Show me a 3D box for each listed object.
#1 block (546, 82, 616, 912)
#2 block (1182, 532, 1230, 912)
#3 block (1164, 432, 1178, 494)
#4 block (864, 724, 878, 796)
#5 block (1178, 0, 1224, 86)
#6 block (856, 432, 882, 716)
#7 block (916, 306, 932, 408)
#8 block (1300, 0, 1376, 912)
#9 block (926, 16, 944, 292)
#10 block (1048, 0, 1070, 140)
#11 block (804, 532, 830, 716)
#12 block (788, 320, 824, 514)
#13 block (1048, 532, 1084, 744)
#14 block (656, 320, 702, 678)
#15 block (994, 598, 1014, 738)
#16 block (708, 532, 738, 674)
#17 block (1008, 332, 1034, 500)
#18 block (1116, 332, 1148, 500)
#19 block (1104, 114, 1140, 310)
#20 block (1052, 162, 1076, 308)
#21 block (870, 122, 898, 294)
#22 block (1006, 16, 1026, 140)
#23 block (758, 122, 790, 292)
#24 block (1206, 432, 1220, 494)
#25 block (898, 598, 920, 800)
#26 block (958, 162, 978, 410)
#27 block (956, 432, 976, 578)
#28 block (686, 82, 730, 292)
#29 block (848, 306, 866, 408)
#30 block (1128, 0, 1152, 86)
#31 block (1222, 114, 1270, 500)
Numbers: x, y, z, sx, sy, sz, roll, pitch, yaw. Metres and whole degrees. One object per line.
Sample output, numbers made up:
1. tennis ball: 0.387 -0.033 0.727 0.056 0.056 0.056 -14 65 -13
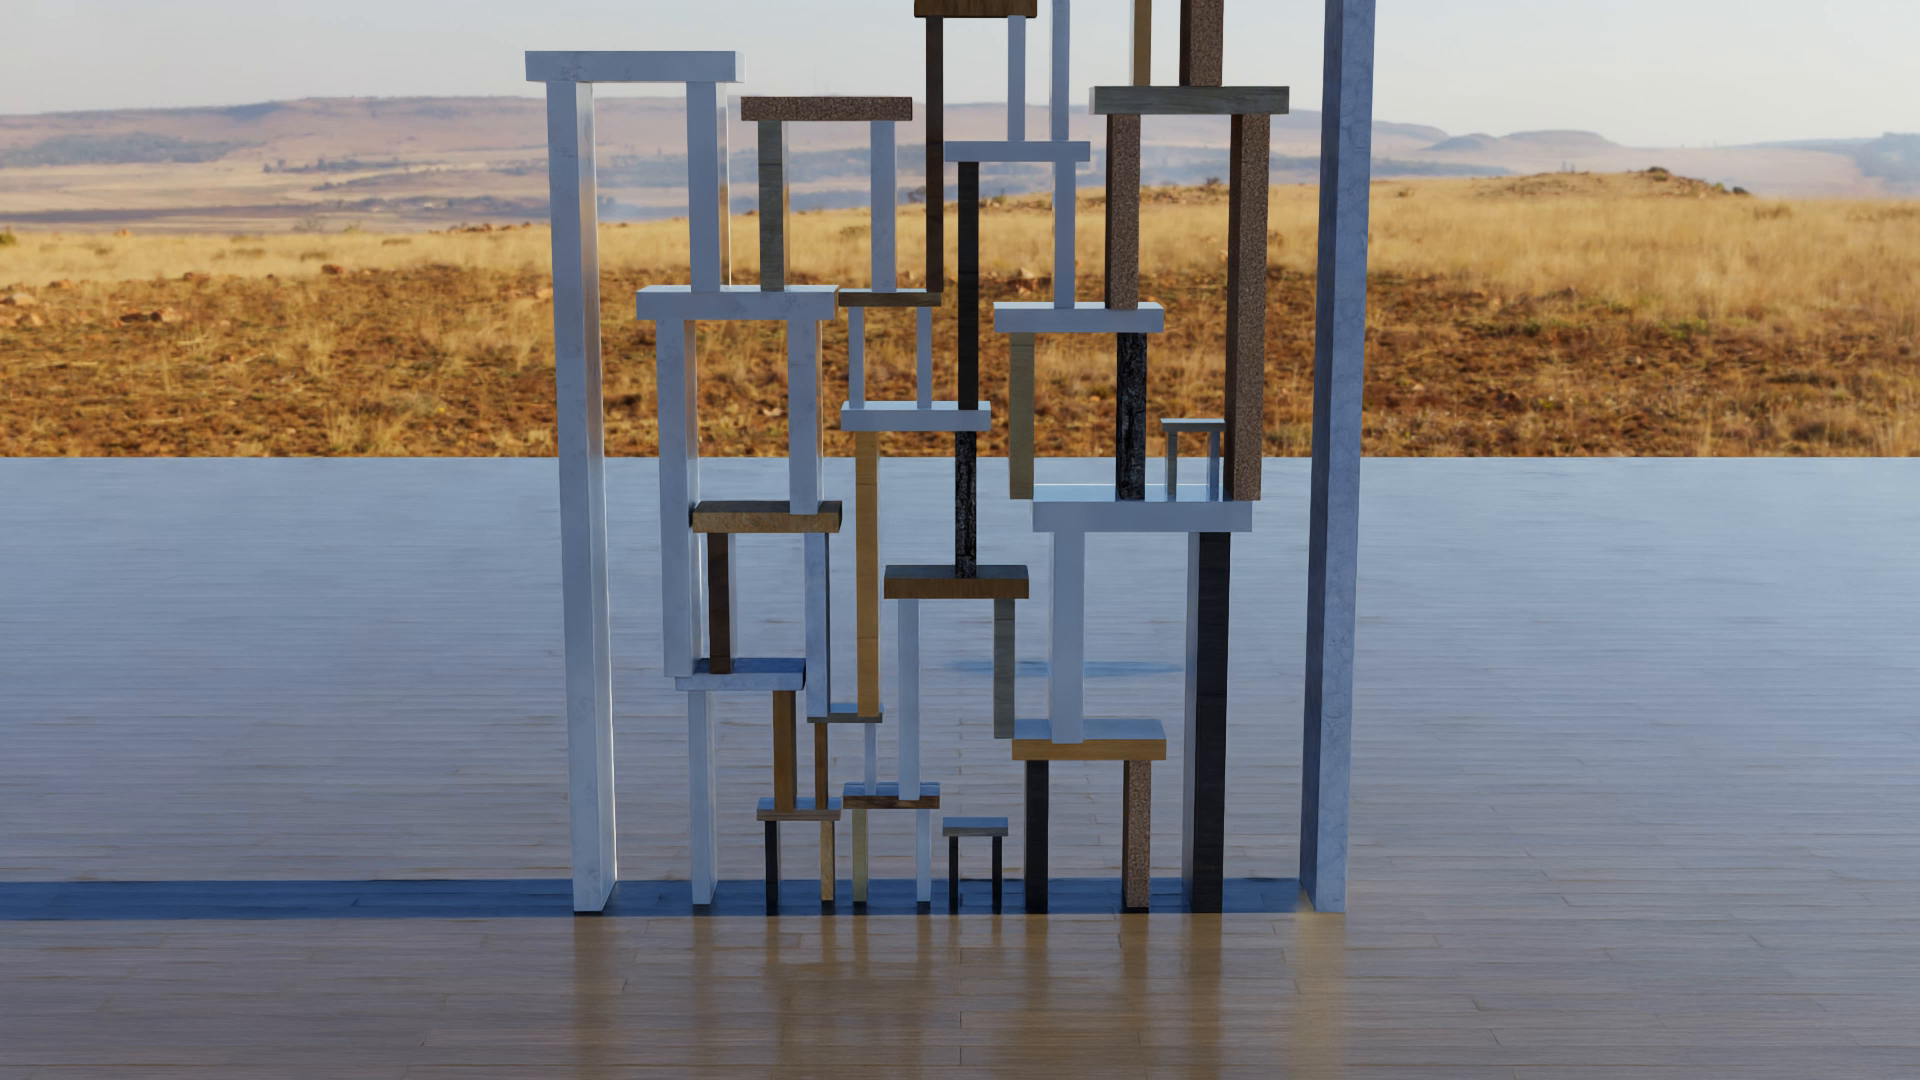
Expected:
1. block: -0.607 -0.061 3.544 0.045 1.325 0.160 0 11 0
2. block: 0.402 0.281 3.608 0.049 0.629 0.172 0 11 0
3. block: 0.339 -0.127 3.538 0.014 0.102 0.051 0 11 0
4. block: -0.147 0.353 3.622 0.017 0.122 0.061 0 11 0
5. block: 0.374 -0.874 3.393 0.049 0.344 0.172 0 11 0
6. block: -0.148 0.046 3.569 0.034 0.465 0.118 0 11 0
7. block: -0.056 -0.294 3.504 0.023 0.161 0.081 0 11 0
8. block: 0.603 -0.226 3.513 0.049 1.662 0.172 0 11 0
9. block: -0.039 -0.604 3.450 0.027 0.422 0.095 0 11 0
10. block: 0.155 -0.759 3.423 0.027 0.270 0.094 0 11 0
11. block: -0.232 0.127 3.581 0.033 0.302 0.116 0 11 0
12. block: -0.247 -0.205 3.520 0.043 0.307 0.153 0 11 0
13. block: 0.172 0.141 3.582 0.049 0.345 0.172 0 11 0
14. block: -0.451 -0.075 3.544 0.043 0.571 0.153 0 11 0
15. block: 0.071 0.197 3.593 0.033 0.231 0.116 0 11 0
16. block: -0.386 0.092 3.575 0.033 0.231 0.116 0 11 0
17. block: 0.098 -0.206 3.519 0.037 0.264 0.132 0 11 0
18. block: 0.273 -0.206 3.519 0.037 0.264 0.132 0 11 0
19. block: 0.255 -0.518 3.459 0.042 0.297 0.148 0 11 0
20. block: 0.163 -0.483 3.468 0.032 0.225 0.113 0 11 0
21. block: -0.119 -0.526 3.465 0.037 0.263 0.130 0 11 0
22. block: 0.087 -0.719 3.429 0.027 0.189 0.095 0 11 0
23. block: -0.292 -0.527 3.465 0.037 0.260 0.130 0 11 0
24. block: 0.407 -0.127 3.538 0.014 0.102 0.051 0 11 0
25. block: -0.083 0.248 3.602 0.033 0.335 0.116 0 11 0
26. block: 0.013 -0.404 3.483 0.032 0.385 0.113 0 11 0
27. block: 0.009 -0.066 3.548 0.034 0.237 0.118 0 11 0
28. block: -0.394 -0.555 3.452 0.045 0.320 0.160 0 11 0
29. block: -0.164 -0.294 3.503 0.023 0.161 0.081 0 11 0
30. block: 0.280 -0.799 3.416 0.027 0.188 0.094 0 11 0
31. block: 0.453 -0.370 3.486 0.042 0.598 0.149 0 11 0
